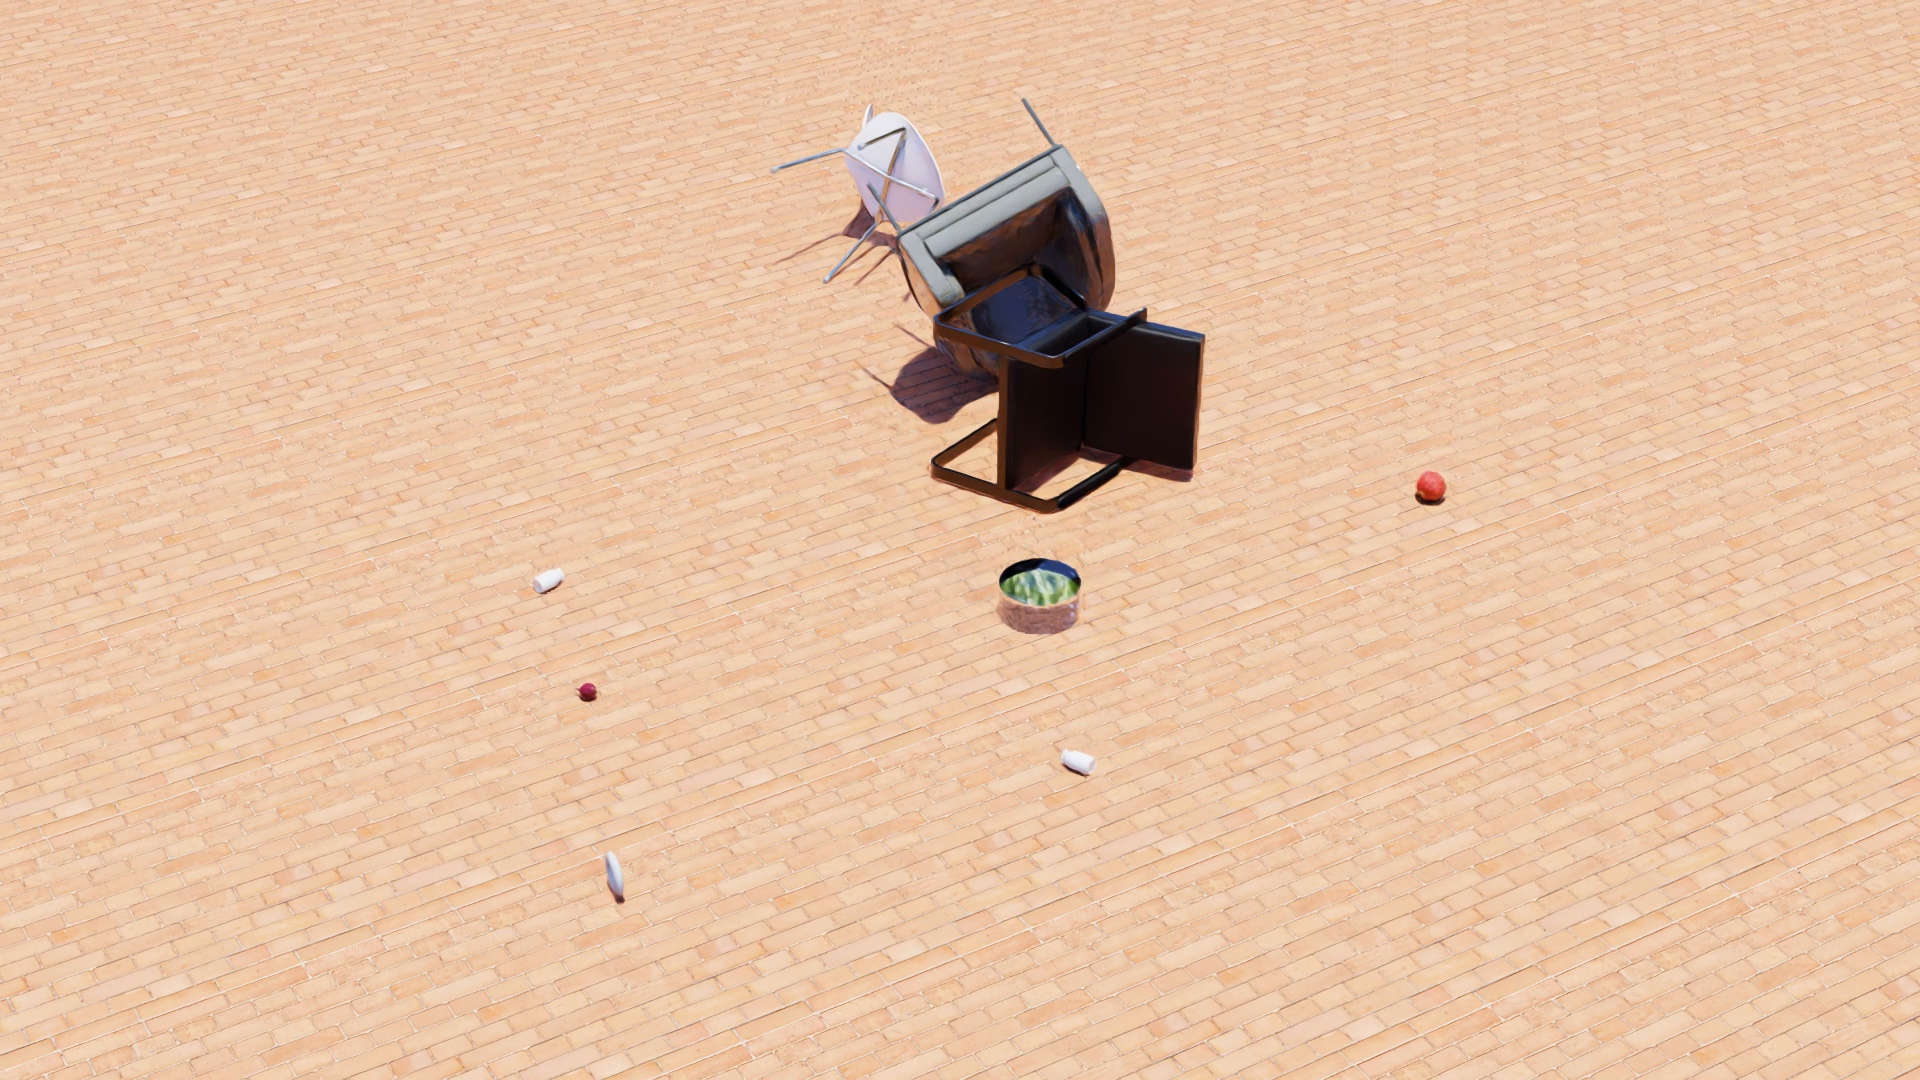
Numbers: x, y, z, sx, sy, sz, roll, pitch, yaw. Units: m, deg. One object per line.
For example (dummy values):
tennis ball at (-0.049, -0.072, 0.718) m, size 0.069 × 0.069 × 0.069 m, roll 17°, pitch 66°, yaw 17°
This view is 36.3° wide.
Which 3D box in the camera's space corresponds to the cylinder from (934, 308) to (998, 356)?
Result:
cylinder at (0.022, -0.860, 12.129) m, size 0.211 × 0.129 × 0.168 m, roll -28°, pitch 27°, yaw -36°

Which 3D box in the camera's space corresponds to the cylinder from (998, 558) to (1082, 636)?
cylinder at (0.286, 0.203, 10.520) m, size 0.295 × 0.129 × 0.300 m, roll 9°, pitch 34°, yaw 13°

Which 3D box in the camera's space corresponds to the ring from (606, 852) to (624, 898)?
ring at (-1.088, 1.055, 9.233) m, size 0.028 × 0.120 × 0.149 m, roll -10°, pitch 66°, yaw -20°
